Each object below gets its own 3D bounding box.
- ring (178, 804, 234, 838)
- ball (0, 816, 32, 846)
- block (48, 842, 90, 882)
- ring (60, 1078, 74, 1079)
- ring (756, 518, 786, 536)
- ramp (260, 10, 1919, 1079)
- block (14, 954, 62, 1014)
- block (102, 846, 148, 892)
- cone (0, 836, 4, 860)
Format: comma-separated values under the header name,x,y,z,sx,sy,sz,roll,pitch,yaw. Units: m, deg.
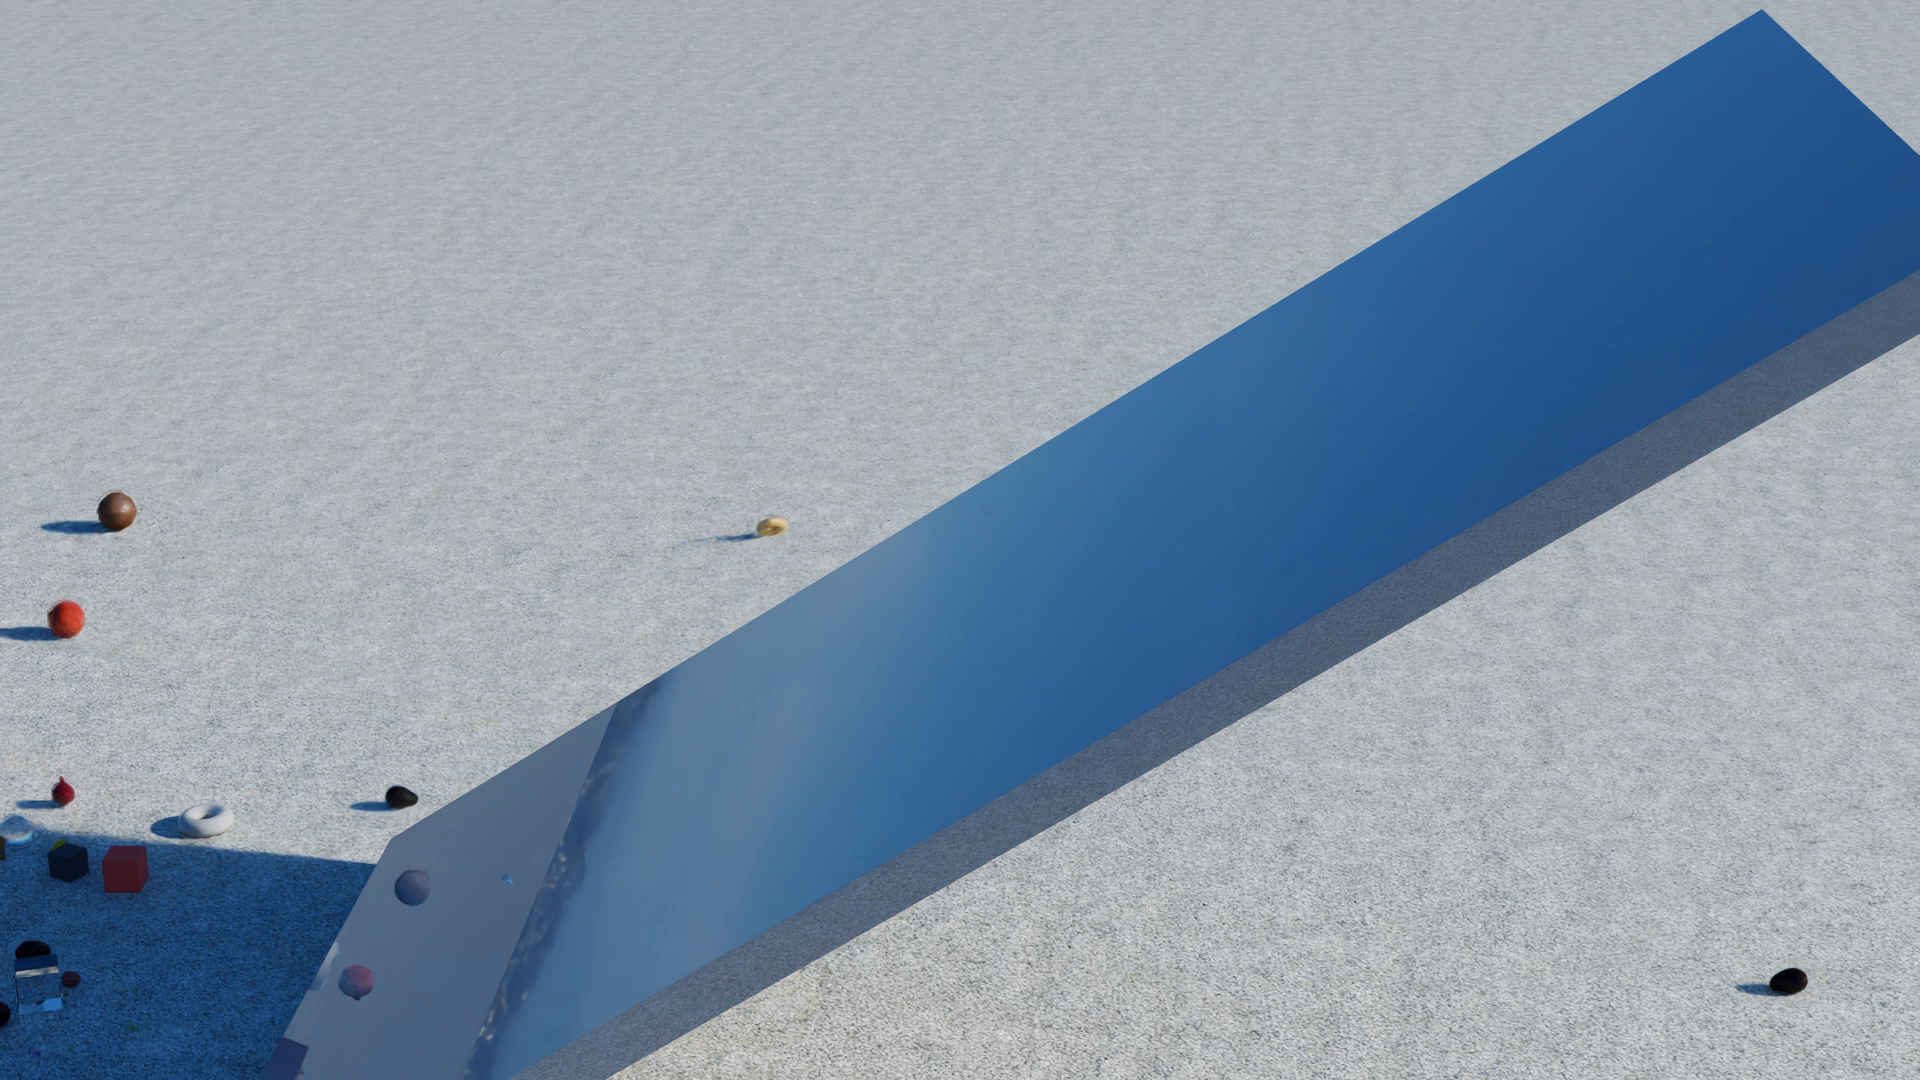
name,x,y,z,sx,sy,sz,roll,pitch,yaw
ring,-2.036,0.756,7.941,0.148,0.049,0.148,-1,21,0
ball,-2.516,0.774,7.845,0.081,0.081,0.081,0,20,0
block,-2.327,0.842,7.679,0.070,0.070,0.070,11,23,26
ring,-2.028,1.248,6.645,0.095,0.032,0.095,1,21,-1
ring,-0.646,-0.045,10.043,0.103,0.103,0.034,-7,65,-18
ramp,0.139,0.171,6.297,4.000,0.100,2.000,-31,15,14
block,-2.208,1.063,7.045,0.098,0.098,0.098,-6,21,-17
block,-2.163,0.853,7.621,0.090,0.090,0.090,0,20,0
cone,-2.541,0.828,7.778,0.062,0.062,0.062,-18,54,-39
